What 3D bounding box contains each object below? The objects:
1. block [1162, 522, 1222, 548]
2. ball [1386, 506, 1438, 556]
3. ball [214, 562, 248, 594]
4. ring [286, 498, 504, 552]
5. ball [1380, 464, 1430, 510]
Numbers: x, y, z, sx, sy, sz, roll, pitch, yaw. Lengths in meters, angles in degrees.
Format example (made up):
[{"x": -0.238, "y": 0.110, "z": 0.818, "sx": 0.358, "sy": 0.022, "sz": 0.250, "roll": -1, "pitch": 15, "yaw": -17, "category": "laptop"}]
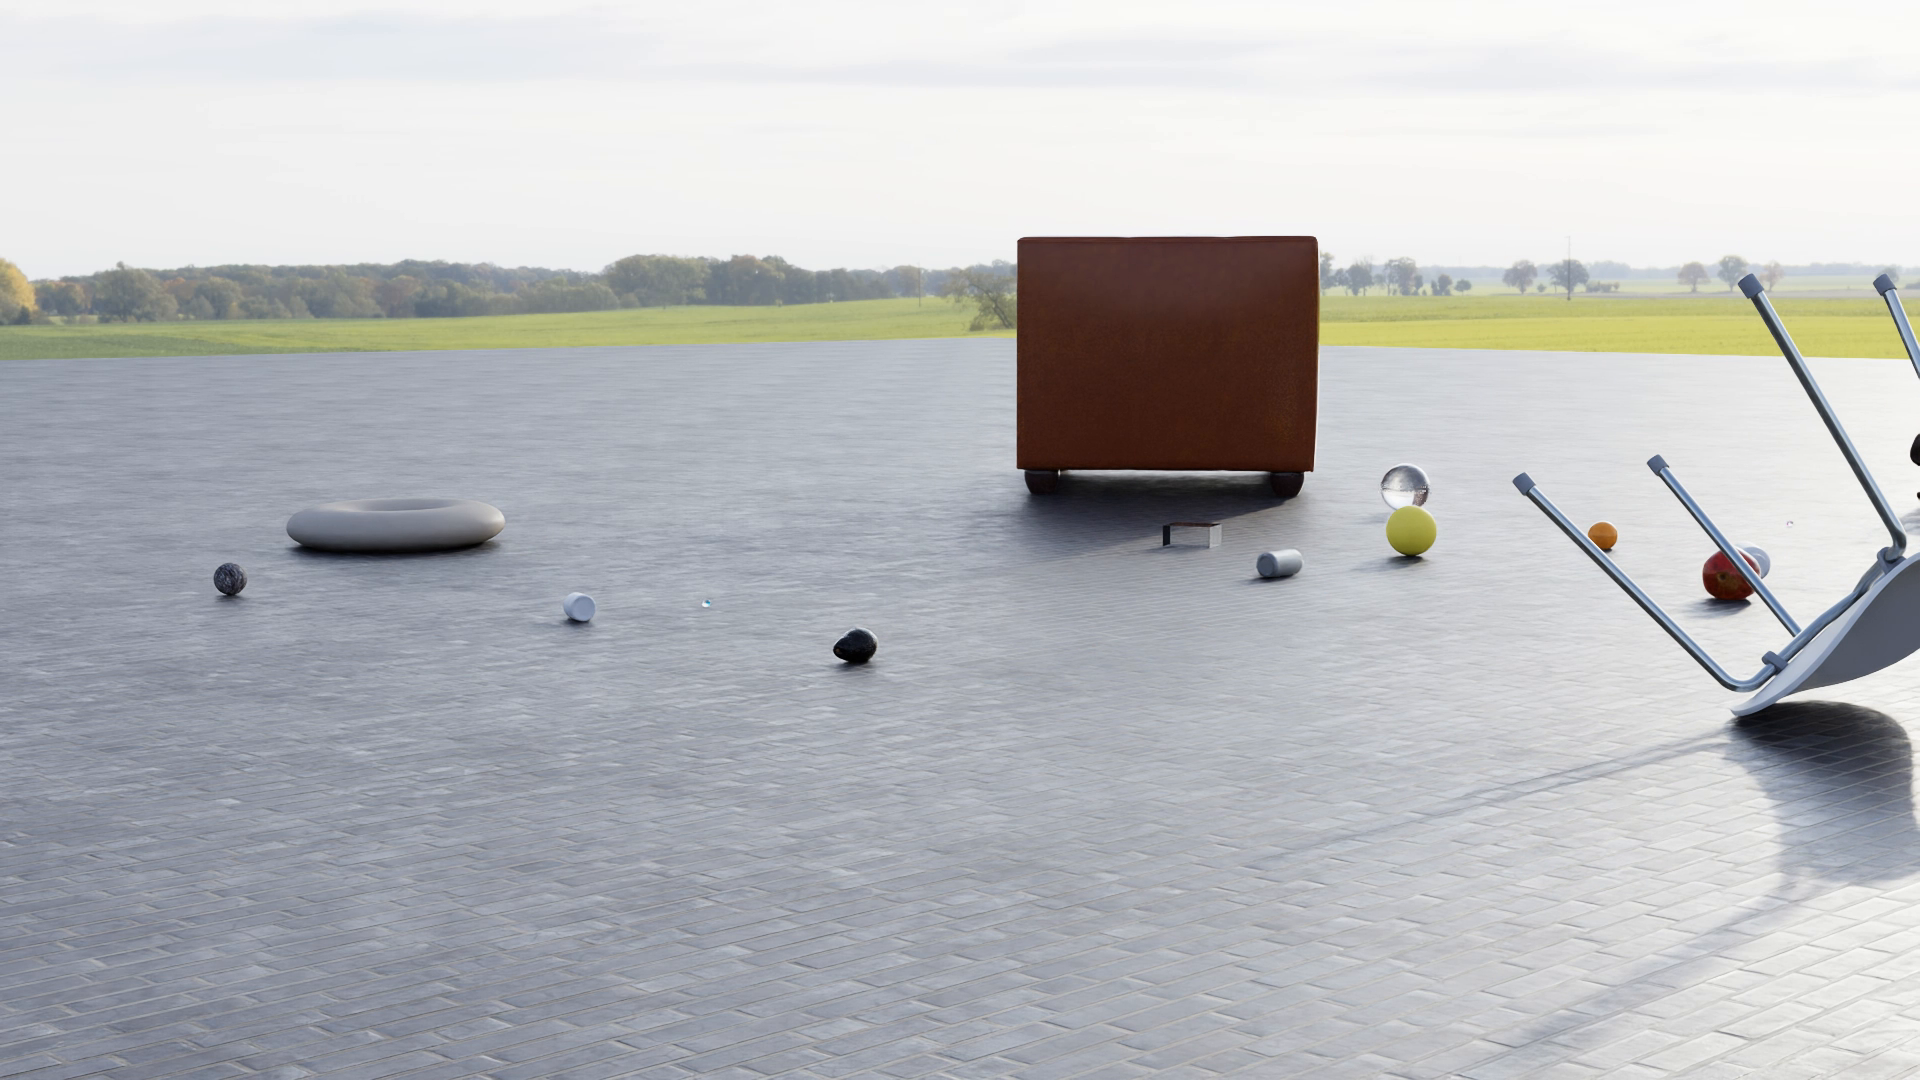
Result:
[{"x": 0.569, "y": -0.012, "z": 6.283, "sx": 0.120, "sy": 0.051, "sz": 0.093, "roll": 3, "pitch": 6, "yaw": 23, "category": "block"}, {"x": 1.064, "y": -0.022, "z": 6.046, "sx": 0.119, "sy": 0.119, "sz": 0.119, "roll": 0, "pitch": 6, "yaw": 0, "category": "ball"}, {"x": -1.509, "y": 0.080, "z": 5.307, "sx": 0.067, "sy": 0.067, "sz": 0.067, "roll": 0, "pitch": 6, "yaw": 0, "category": "ball"}, {"x": -1.390, "y": -0.039, "z": 6.329, "sx": 0.529, "sy": 0.097, "sz": 0.527, "roll": 1, "pitch": 7, "yaw": 15, "category": "ring"}, {"x": 1.243, "y": -0.145, "z": 7.157, "sx": 0.136, "sy": 0.136, "sz": 0.136, "roll": 0, "pitch": 6, "yaw": 0, "category": "ball"}]
